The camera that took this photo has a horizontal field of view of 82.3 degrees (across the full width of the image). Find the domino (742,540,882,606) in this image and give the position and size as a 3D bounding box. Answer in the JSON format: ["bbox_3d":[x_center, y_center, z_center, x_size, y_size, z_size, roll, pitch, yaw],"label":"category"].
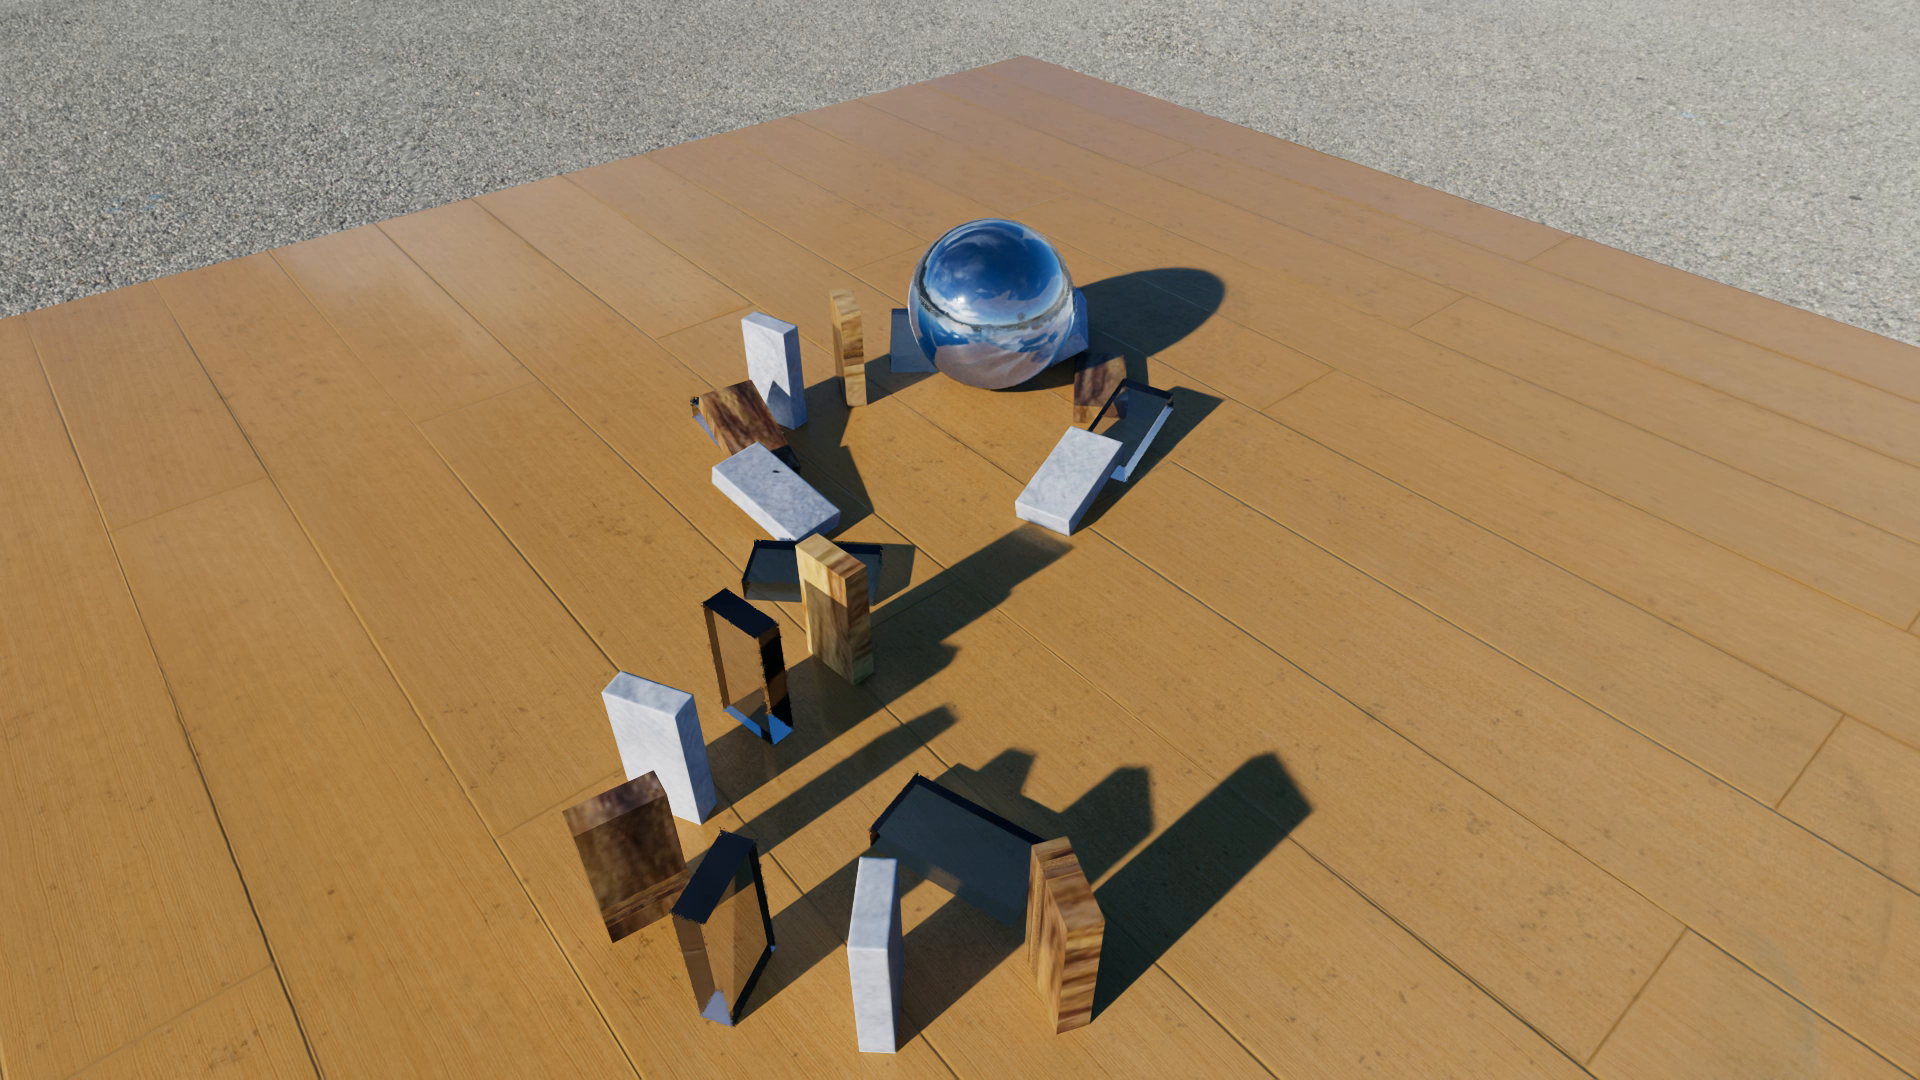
[{"bbox_3d":[-0.057,0.013,0.428,0.050,0.010,0.025,3,39,3],"label":"domino"}]

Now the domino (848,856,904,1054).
[{"bbox_3d":[-0.021,0.107,0.281,0.010,0.050,0.025,2,39,2],"label":"domino"}]

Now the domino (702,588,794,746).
[{"bbox_3d":[-0.069,0.042,0.360,0.025,0.050,0.010,28,47,30],"label":"domino"}]

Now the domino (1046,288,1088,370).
[{"bbox_3d":[0.053,-0.110,0.568,0.025,0.010,0.050,-25,33,23],"label":"domino"}]

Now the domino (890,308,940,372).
[{"bbox_3d":[-0.023,-0.104,0.571,0.025,0.010,0.050,-1,39,-1],"label":"domino"}]

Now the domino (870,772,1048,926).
[{"bbox_3d":[0.001,0.092,0.331,0.050,0.009,0.025,22,44,25],"label":"domino"}]

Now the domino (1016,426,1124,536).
[{"bbox_3d":[0.047,-0.026,0.467,0.025,0.010,0.050,21,56,24],"label":"domino"}]

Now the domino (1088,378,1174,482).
[{"bbox_3d":[0.074,-0.050,0.495,0.025,0.009,0.050,22,58,24],"label":"domino"}]

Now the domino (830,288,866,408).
[{"bbox_3d":[-0.053,-0.091,0.522,0.010,0.050,0.025,-11,41,-13],"label":"domino"}]

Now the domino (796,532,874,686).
[{"bbox_3d":[-0.043,0.024,0.382,0.025,0.050,0.009,31,49,32],"label":"domino"}]

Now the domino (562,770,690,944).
[{"bbox_3d":[-0.090,0.088,0.304,0.025,0.050,0.010,-22,44,-25],"label":"domino"}]

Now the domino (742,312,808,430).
[{"bbox_3d":[-0.085,-0.078,0.506,0.025,0.050,0.009,24,45,26],"label":"domino"}]

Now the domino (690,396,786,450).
[{"bbox_3d":[-0.103,-0.053,0.508,0.025,0.009,0.050,-22,44,-25],"label":"domino"}]

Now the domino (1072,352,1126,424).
[{"bbox_3d":[0.068,-0.074,0.534,0.025,0.010,0.050,3,39,4],"label":"domino"}]

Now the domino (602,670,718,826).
[{"bbox_3d":[-0.090,0.064,0.334,0.025,0.050,0.009,15,42,17],"label":"domino"}]

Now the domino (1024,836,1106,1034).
[{"bbox_3d":[0.026,0.103,0.286,0.009,0.050,0.025,-11,41,-13],"label":"domino"}]

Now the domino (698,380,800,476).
[{"bbox_3d":[-0.093,-0.046,0.484,0.025,0.009,0.050,-22,68,-25],"label":"domino"}]

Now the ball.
[{"bbox_3d":[0.015,-0.112,0.525,0.080,0.080,0.080,0,39,0],"label":"ball"}]

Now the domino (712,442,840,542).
[{"bbox_3d":[-0.076,-0.018,0.455,0.050,0.010,0.025,39,52,18],"label":"domino"}]

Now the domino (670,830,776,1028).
[{"bbox_3d":[-0.061,0.102,0.287,0.010,0.050,0.025,13,41,15],"label":"domino"}]
